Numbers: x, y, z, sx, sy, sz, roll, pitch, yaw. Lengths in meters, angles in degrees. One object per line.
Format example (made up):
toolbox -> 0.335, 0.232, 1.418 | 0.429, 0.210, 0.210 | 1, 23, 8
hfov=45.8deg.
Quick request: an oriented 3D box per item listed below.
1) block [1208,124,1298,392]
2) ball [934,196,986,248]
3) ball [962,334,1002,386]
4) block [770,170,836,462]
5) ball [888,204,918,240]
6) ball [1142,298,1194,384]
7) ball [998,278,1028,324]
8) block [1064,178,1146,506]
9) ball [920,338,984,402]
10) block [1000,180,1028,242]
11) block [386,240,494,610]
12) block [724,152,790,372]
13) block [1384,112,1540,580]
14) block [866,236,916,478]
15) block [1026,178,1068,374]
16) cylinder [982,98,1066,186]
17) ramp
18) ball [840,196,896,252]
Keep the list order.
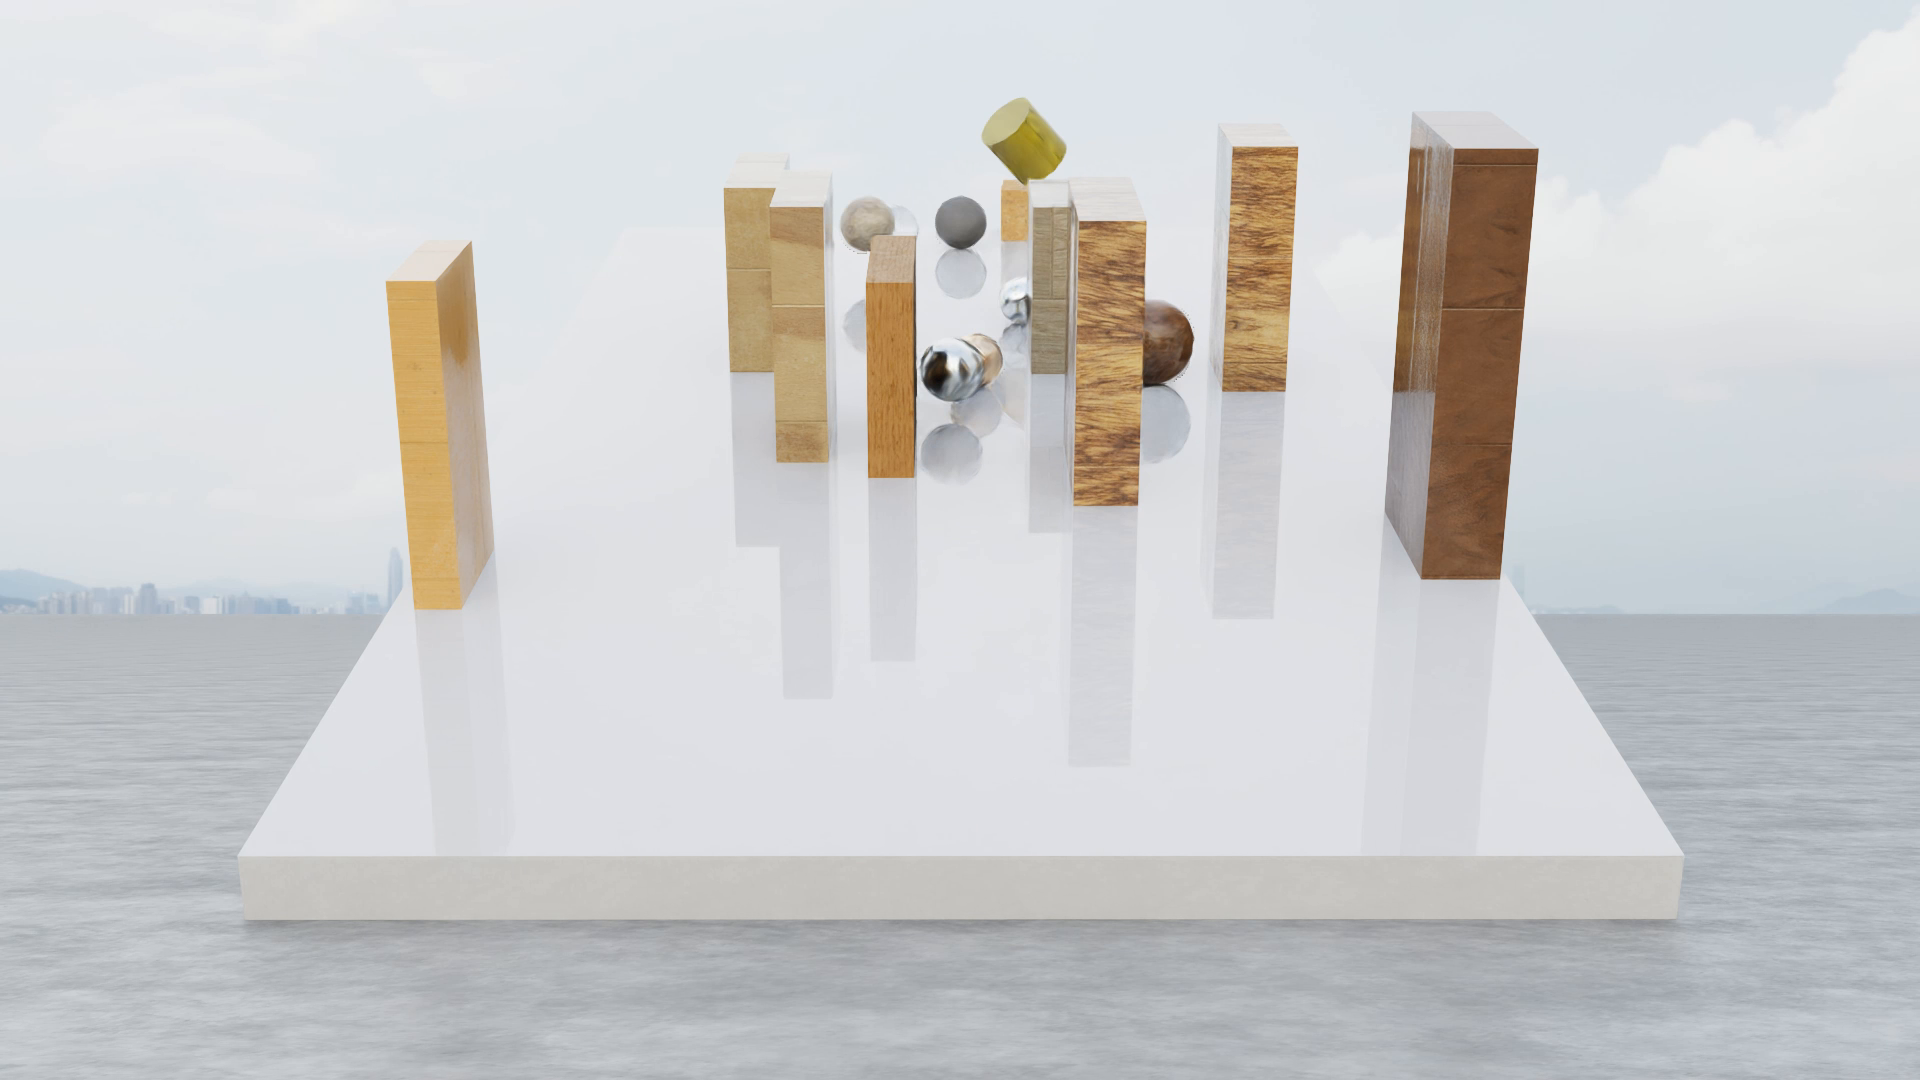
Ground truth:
block -> 0.680, -0.662, 5.295 | 0.147, 0.568, 0.300 | 0, 20, 0
ball -> 0.002, -0.923, 6.601 | 0.152, 0.152, 0.152 | 0, -2, 0
ball -> 0.037, -0.417, 5.271 | 0.124, 0.124, 0.124 | 0, -2, 0
block -> -0.331, -0.483, 4.845 | 0.108, 0.542, 0.387 | 0, 20, 0
ball -> -0.195, -0.887, 6.499 | 0.154, 0.154, 0.154 | 0, -2, 0
ball -> 0.445, -0.462, 5.287 | 0.199, 0.199, 0.199 | 0, -2, 0
ball -> 0.158, -0.613, 5.811 | 0.119, 0.119, 0.119 | 0, -2, 0
block -> 0.289, -0.410, 4.604 | 0.129, 0.573, 0.423 | 0, 20, 0
ball -> -0.018, -0.380, 5.057 | 0.144, 0.144, 0.144 | 0, -2, 0
block -> 0.200, -0.981, 6.759 | 0.151, 0.151, 0.151 | 1, 20, 3
block -> -0.916, -0.208, 4.027 | 0.083, 0.590, 0.308 | 0, 20, 0
block -> -0.486, -0.682, 5.526 | 0.124, 0.443, 0.437 | 0, 20, 0
block -> 0.910, -0.361, 4.168 | 0.144, 0.786, 0.374 | 0, 20, 0
block -> -0.142, -0.394, 4.793 | 0.094, 0.410, 0.426 | 0, 20, 0
block -> 0.225, -0.639, 5.472 | 0.114, 0.401, 0.329 | 0, 20, 0
cylinder -> 0.177, -1.097, 6.255 | 0.169, 0.169, 0.169 | -2, -36, 48
ramp -> -0.005, -0.209, 5.031 | 2.000, 0.100, 4.000 | 0, 20, 0
ball -> -0.255, -0.872, 6.258 | 0.154, 0.154, 0.154 | 0, -2, 0
